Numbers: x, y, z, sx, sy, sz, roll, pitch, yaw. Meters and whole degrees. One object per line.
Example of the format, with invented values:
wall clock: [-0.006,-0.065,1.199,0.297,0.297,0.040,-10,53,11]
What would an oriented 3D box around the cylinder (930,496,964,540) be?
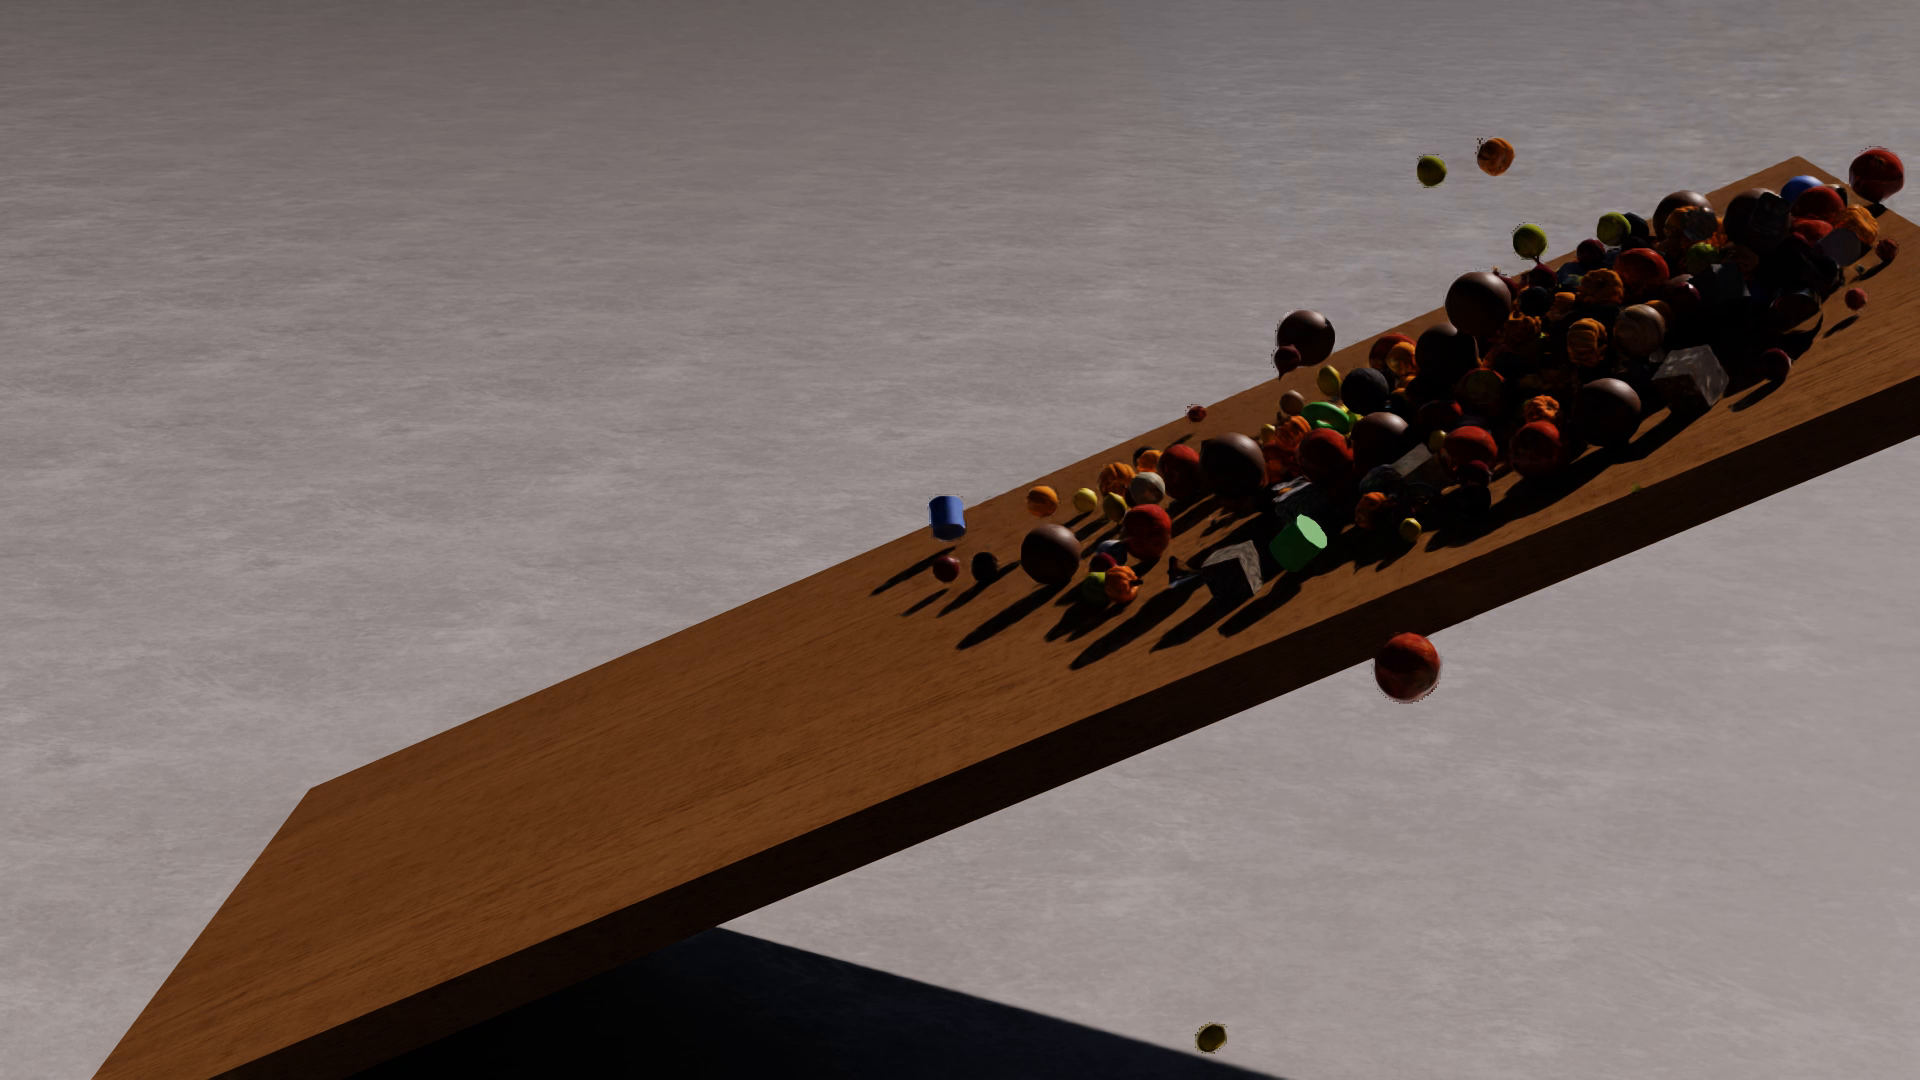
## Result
cylinder: [-0.030,-0.053,6.956,0.077,0.077,0.077,-5,-29,-3]

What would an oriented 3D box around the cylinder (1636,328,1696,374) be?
cylinder: [1.358,-0.360,5.659,0.095,0.095,0.095,-1,8,-2]

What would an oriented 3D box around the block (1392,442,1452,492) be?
block: [0.876,-0.126,5.578,0.071,0.071,0.071,-37,23,6]

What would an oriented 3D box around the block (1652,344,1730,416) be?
block: [1.348,-0.295,5.425,0.086,0.086,0.086,-9,34,50]

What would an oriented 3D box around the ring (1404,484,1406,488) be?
ring: [0.843,-0.110,5.767,0.125,0.042,0.125,-22,13,6]

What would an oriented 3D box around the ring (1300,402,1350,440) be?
ring: [0.771,-0.251,6.218,0.109,0.109,0.036,7,57,24]

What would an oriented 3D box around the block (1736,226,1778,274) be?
block: [1.661,-0.607,6.109,0.069,0.069,0.069,-17,42,20]

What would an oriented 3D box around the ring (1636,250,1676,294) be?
ring: [1.417,-0.547,5.996,0.087,0.087,0.029,13,17,41]

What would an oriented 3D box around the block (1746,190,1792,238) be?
block: [1.578,-0.634,5.733,0.058,0.058,0.058,24,-12,5]

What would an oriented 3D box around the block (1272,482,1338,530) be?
block: [0.676,-0.056,5.764,0.083,0.083,0.083,-28,13,-12]

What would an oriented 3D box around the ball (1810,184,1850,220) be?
ball: [1.847,-0.718,6.245,0.079,0.079,0.079,0,15,0]

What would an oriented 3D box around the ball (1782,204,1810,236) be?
ball: [1.774,-0.681,6.259,0.068,0.068,0.068,0,15,0]

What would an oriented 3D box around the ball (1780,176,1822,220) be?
ball: [1.815,-0.735,6.327,0.100,0.100,0.100,0,15,0]

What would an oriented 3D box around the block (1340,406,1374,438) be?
block: [0.846,-0.260,6.327,0.056,0.056,0.056,-14,17,41]

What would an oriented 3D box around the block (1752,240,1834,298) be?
block: [1.598,-0.500,5.650,0.091,0.091,0.091,30,25,-37]

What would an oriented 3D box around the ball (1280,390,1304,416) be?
ball: [0.756,-0.313,6.704,0.056,0.056,0.056,0,15,0]

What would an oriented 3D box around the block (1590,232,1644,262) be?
block: [1.458,-0.610,6.498,0.096,0.096,0.096,-20,14,25]

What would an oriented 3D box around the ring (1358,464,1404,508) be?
ring: [0.814,-0.102,5.673,0.096,0.096,0.032,-5,34,-17]

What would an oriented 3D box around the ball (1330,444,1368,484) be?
ball: [0.786,-0.153,5.941,0.079,0.079,0.079,0,15,0]

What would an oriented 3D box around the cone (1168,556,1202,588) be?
cone: [0.453,0.064,5.820,0.065,0.065,0.065,0,15,-14]

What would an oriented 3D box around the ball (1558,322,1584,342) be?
ball: [1.298,-0.448,6.250,0.051,0.051,0.051,0,15,0]

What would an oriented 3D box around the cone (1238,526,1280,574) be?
cone: [0.592,0.027,5.673,0.098,0.098,0.098,6,-5,20]

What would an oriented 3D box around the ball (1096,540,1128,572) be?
ball: [0.315,0.033,6.114,0.068,0.068,0.068,0,15,0]

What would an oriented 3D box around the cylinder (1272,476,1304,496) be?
cylinder: [0.672,-0.086,5.927,0.066,0.066,0.066,-24,13,6]

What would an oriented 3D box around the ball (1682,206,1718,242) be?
ball: [1.509,-0.646,6.004,0.072,0.072,0.072,0,15,0]

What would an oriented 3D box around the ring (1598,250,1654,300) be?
ring: [1.397,-0.553,6.150,0.137,0.046,0.137,11,42,-10]

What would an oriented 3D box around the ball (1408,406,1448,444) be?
ball: [0.951,-0.234,5.977,0.077,0.077,0.077,0,15,0]

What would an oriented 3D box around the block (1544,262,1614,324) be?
block: [1.287,-0.514,6.107,0.092,0.092,0.092,8,39,42]

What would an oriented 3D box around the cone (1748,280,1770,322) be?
cone: [1.621,-0.477,5.781,0.098,0.098,0.098,-1,13,-35]

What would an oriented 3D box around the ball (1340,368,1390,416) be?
ball: [0.833,-0.306,6.051,0.099,0.099,0.099,0,15,0]

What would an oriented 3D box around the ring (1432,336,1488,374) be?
ring: [1.100,-0.408,6.474,0.134,0.045,0.134,-24,14,6]

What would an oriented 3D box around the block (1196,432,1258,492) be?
block: [0.572,-0.166,6.310,0.085,0.085,0.085,-13,-35,43]

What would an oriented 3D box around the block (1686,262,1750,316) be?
block: [1.475,-0.488,5.723,0.074,0.074,0.074,-7,-19,-35]

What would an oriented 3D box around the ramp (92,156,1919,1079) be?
ramp: [0.132,0.170,6.284,4.000,0.100,2.000,-23,13,8]

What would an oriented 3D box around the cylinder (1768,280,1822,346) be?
cylinder: [1.575,-0.430,5.551,0.100,0.100,0.100,4,21,14]

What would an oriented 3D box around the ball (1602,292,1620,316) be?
ball: [1.387,-0.508,6.315,0.056,0.056,0.056,0,15,0]

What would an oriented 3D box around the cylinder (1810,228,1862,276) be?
cylinder: [1.735,-0.571,5.828,0.077,0.077,0.077,-1,-9,-5]

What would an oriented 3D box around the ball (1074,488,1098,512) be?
ball: [0.285,-0.089,6.689,0.055,0.055,0.055,0,15,0]

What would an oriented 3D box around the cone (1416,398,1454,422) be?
cone: [0.985,-0.253,6.085,0.079,0.079,0.079,4,16,6]

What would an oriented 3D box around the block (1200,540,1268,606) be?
block: [0.520,0.063,5.579,0.082,0.082,0.082,-17,15,31]

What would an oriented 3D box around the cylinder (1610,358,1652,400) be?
cylinder: [1.296,-0.311,5.680,0.059,0.059,0.059,-24,15,7]

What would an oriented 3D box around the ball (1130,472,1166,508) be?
ball: [0.396,-0.107,6.215,0.076,0.076,0.076,0,15,0]

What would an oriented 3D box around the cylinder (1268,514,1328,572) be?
cylinder: [0.632,0.007,5.497,0.077,0.077,0.077,31,33,-23]

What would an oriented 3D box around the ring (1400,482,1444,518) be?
ring: [0.864,-0.074,5.495,0.083,0.083,0.028,6,47,22]

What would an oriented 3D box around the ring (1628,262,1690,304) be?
ring: [1.492,-0.547,6.287,0.144,0.048,0.144,-27,13,7]

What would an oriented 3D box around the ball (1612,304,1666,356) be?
ball: [1.269,-0.392,5.493,0.097,0.097,0.097,0,15,0]

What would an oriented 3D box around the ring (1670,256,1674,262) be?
ring: [1.443,-0.550,6.064,0.027,0.082,0.082,37,30,20]
